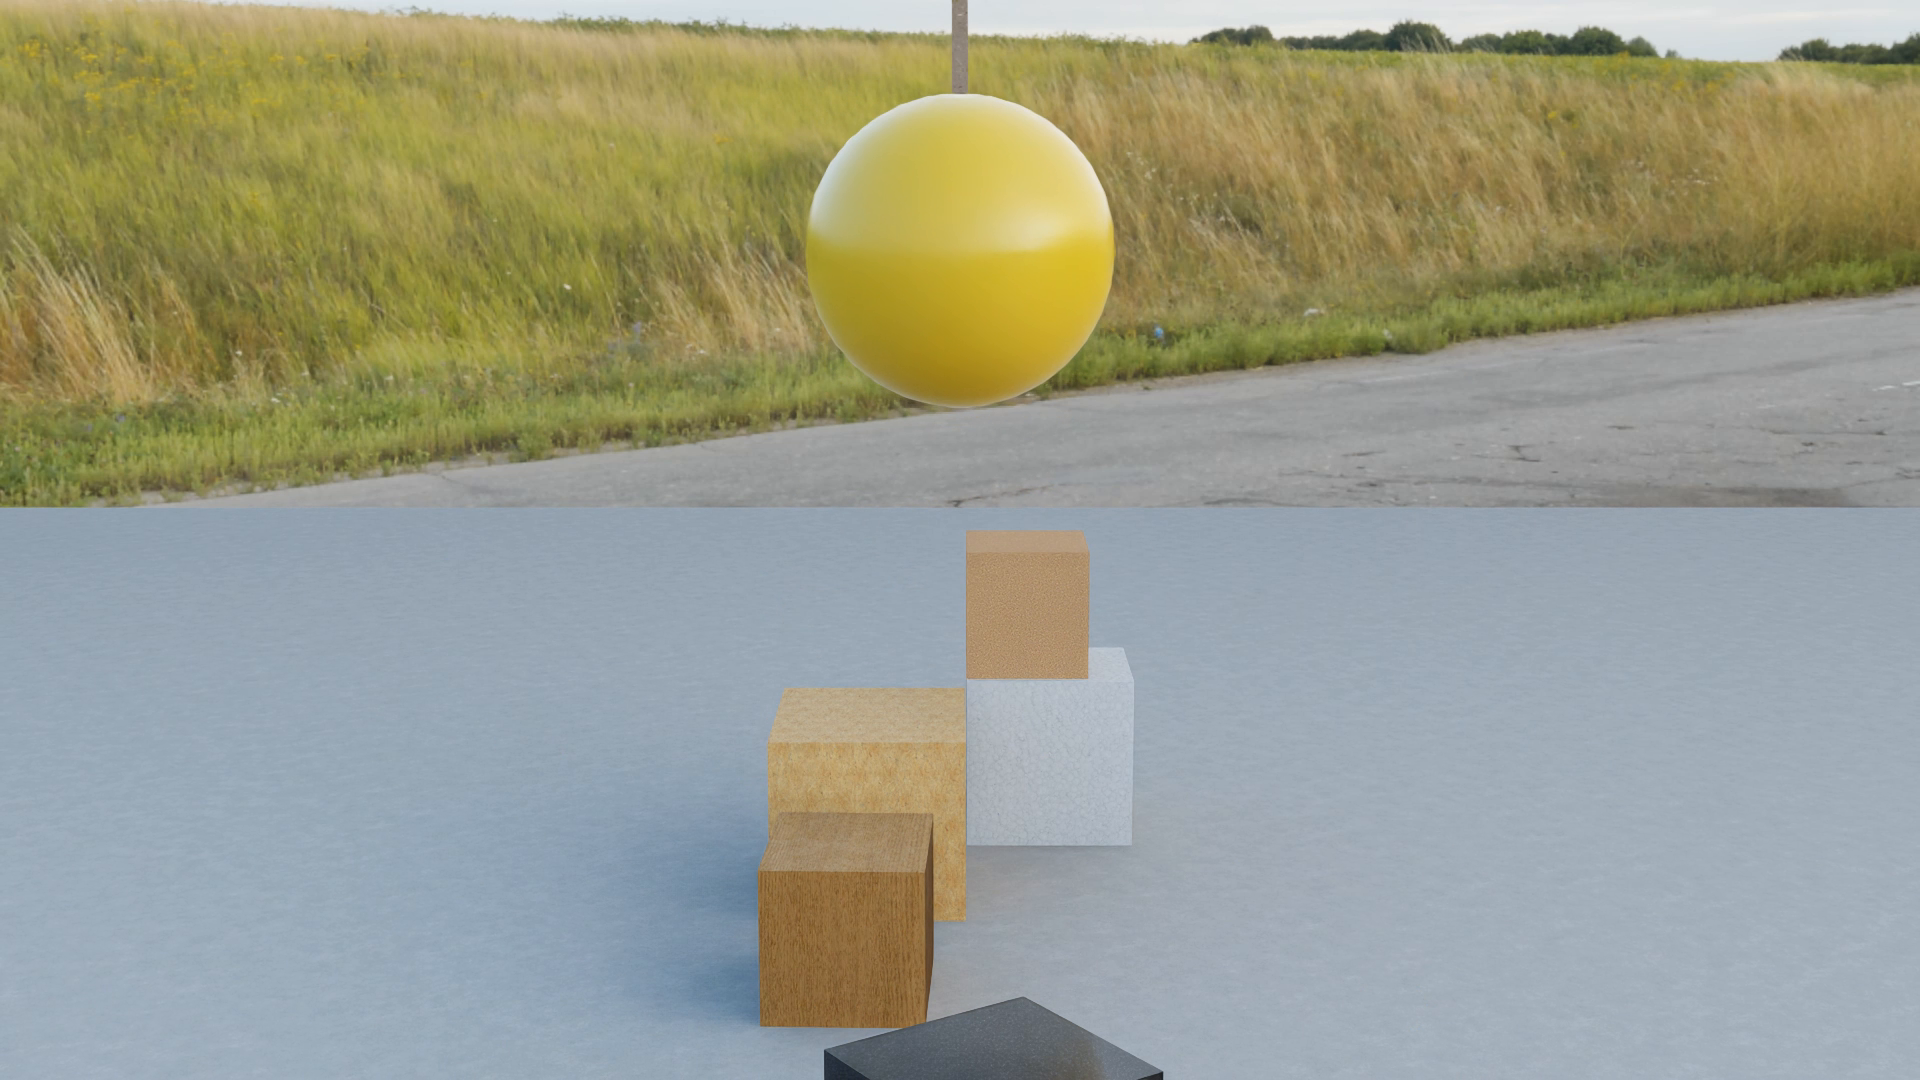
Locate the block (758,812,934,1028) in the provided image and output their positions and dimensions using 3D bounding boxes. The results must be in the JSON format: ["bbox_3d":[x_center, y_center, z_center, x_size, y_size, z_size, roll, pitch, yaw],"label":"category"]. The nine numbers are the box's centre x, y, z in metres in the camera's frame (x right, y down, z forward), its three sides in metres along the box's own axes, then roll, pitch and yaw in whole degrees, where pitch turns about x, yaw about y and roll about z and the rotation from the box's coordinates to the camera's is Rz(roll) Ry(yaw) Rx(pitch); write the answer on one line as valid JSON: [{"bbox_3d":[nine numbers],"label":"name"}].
[{"bbox_3d":[-0.458,1.564,9.137,0.663,0.654,0.774,0,10,2],"label":"block"}]

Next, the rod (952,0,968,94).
[{"bbox_3d":[0.000,-4.782,10.486,0.080,5.200,0.080,0,14,0],"label":"rod"}]

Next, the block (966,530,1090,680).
[{"bbox_3d":[0.337,0.323,11.243,0.610,0.643,0.623,0,10,0],"label":"block"}]

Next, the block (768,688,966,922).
[{"bbox_3d":[-0.420,1.233,10.437,0.890,0.841,1.010,0,10,0],"label":"block"}]

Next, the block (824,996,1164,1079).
[{"bbox_3d":[0.098,1.953,6.851,0.770,0.706,0.726,-7,12,-34],"label":"block"}]

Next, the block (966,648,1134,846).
[{"bbox_3d":[0.450,1.055,11.386,0.833,0.849,0.747,0,10,0],"label":"block"}]

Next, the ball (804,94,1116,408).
[{"bbox_3d":[0.000,-1.485,11.314,1.600,1.600,1.600,0,10,0],"label":"ball"}]
